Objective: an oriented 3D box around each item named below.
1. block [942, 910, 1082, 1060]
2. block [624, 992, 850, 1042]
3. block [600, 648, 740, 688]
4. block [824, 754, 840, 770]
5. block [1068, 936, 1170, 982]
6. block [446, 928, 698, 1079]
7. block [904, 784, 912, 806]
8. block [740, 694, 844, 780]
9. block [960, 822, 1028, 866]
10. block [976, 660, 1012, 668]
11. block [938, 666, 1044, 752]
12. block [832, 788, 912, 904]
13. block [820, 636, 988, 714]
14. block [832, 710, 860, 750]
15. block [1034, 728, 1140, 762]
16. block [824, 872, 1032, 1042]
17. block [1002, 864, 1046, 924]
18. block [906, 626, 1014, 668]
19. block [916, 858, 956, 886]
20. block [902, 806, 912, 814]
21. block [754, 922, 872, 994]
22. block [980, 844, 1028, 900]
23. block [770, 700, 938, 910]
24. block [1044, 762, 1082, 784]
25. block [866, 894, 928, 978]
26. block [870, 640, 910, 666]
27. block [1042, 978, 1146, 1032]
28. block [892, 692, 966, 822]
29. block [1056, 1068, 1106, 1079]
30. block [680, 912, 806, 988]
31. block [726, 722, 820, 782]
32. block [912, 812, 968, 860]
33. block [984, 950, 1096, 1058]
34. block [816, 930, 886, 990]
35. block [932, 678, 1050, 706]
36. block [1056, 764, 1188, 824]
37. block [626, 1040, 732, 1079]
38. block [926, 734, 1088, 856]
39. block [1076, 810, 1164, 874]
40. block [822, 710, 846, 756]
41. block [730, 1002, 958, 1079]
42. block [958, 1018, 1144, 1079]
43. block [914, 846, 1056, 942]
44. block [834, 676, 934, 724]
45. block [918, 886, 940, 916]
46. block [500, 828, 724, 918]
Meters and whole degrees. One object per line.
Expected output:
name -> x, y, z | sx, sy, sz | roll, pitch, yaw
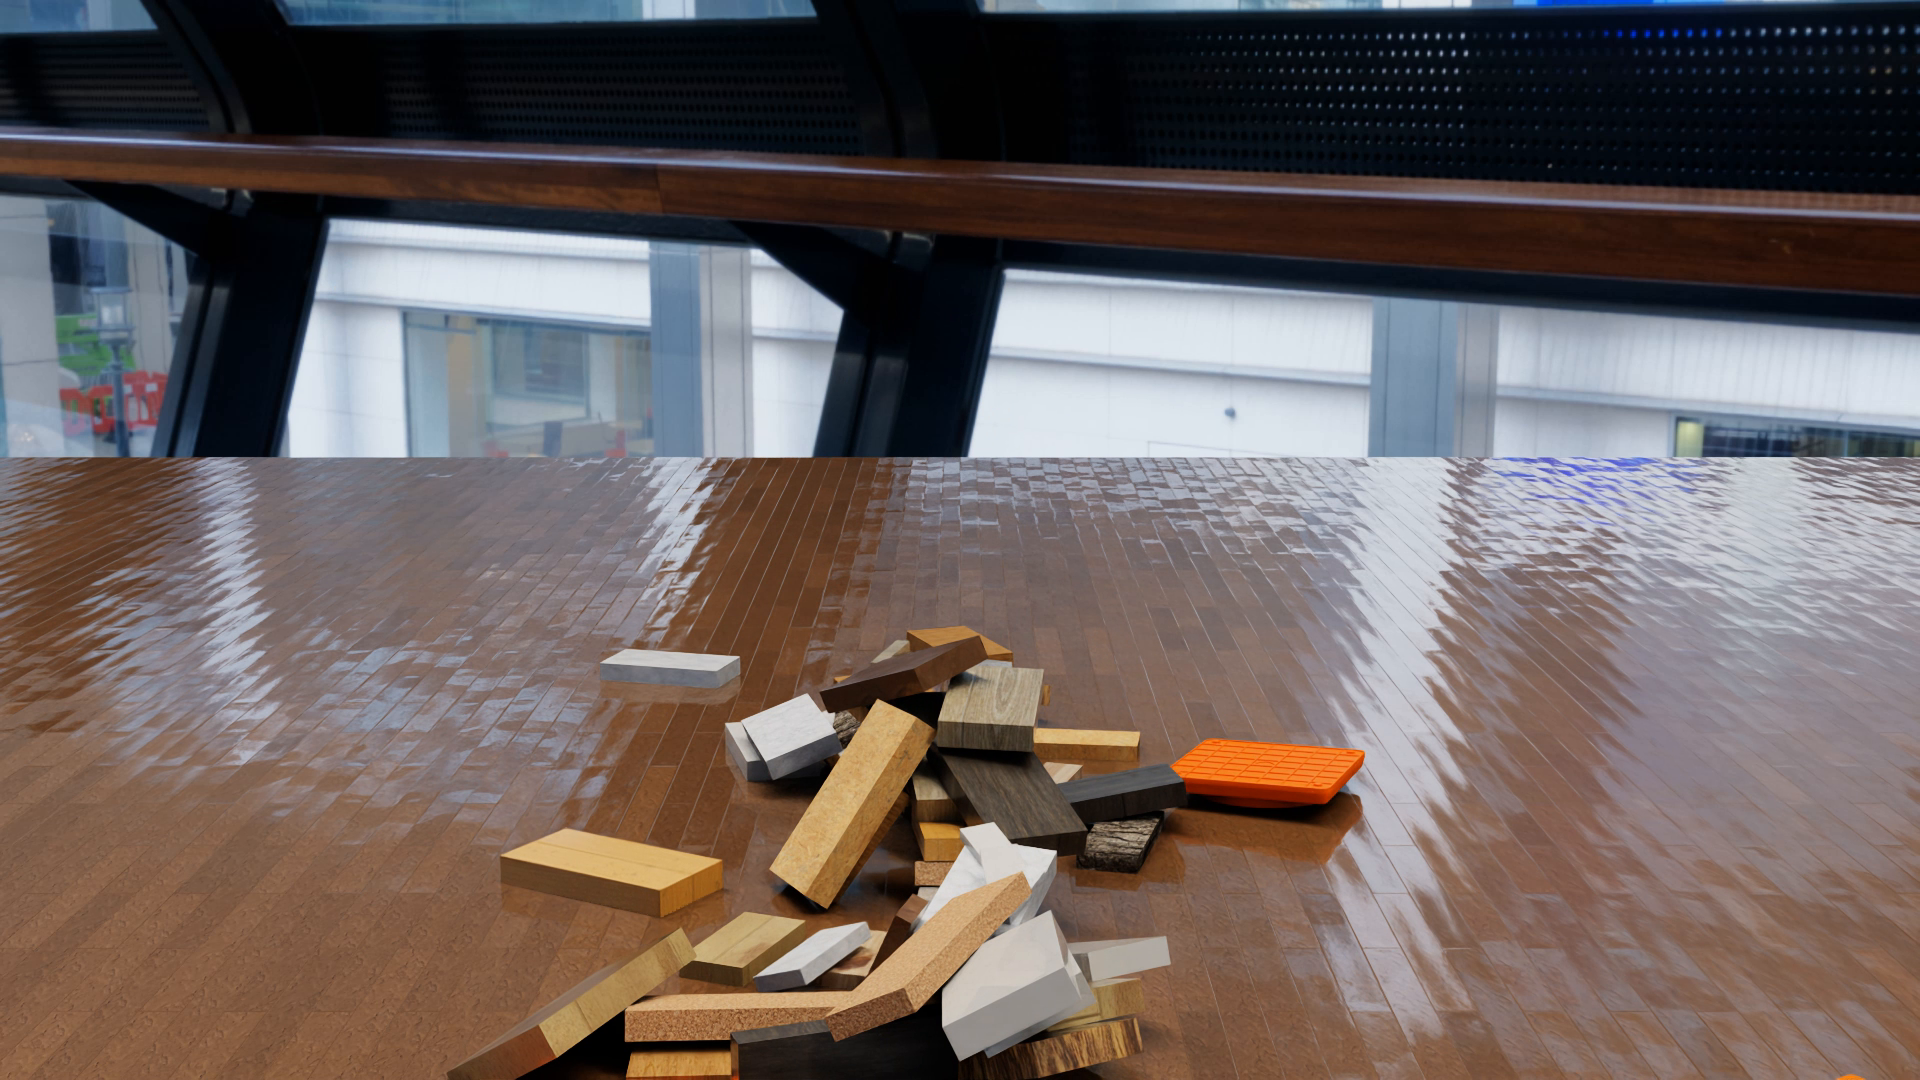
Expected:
block -> 0.060, 0.551, 2.747 | 0.161, 0.046, 0.321 | -27, 2, 1
block -> -0.256, 0.650, 3.007 | 0.386, 0.041, 0.144 | -1, -4, -2
block -> -0.674, 0.299, 5.124 | 0.290, 0.041, 0.145 | 3, 11, 16
block -> -0.258, 0.424, 4.333 | 0.024, 0.085, 0.169 | -37, 18, -8
block -> 0.158, 0.603, 3.144 | 0.139, 0.039, 0.277 | -4, -9, -34
block -> -0.524, 0.646, 3.010 | 0.170, 0.048, 0.376 | -30, -2, 24
block -> -0.054, 0.388, 3.853 | 0.144, 0.041, 0.287 | -5, 16, -13
block -> -0.332, 0.384, 4.317 | 0.145, 0.041, 0.290 | -22, 16, -10
block -> 0.051, 0.470, 3.315 | 0.057, 0.016, 0.141 | -9, 24, -19
block -> 0.005, 0.297, 4.961 | 0.153, 0.043, 0.307 | -3, -1, -13
block -> 0.055, 0.283, 3.739 | 0.157, 0.044, 0.314 | 3, 14, 5
block -> -0.168, 0.494, 3.670 | 0.030, 0.214, 0.107 | 36, -2, -20
block -> -0.102, 0.238, 3.870 | 0.153, 0.043, 0.306 | -25, 4, -37
block -> -0.211, 0.361, 4.388 | 0.085, 0.024, 0.169 | -25, 18, 11
block -> 0.257, 0.419, 4.506 | 0.218, 0.031, 0.109 | 1, 11, 7
block -> -0.033, 0.544, 2.914 | 0.118, 0.034, 0.474 | -25, 0, 21
block -> 0.073, 0.512, 3.192 | 0.057, 0.016, 0.113 | 12, 34, 27
block -> -0.003, 0.266, 5.295 | 0.153, 0.043, 0.307 | -4, 11, -21
block -> -0.006, 0.544, 3.609 | 0.128, 0.036, 0.256 | 0, -7, 0
block -> -0.072, 0.401, 3.960 | 0.144, 0.041, 0.350 | -5, 16, -14
block -> -0.219, 0.625, 3.294 | 0.091, 0.026, 0.182 | -17, 5, 33
block -> 0.064, 0.487, 3.205 | 0.057, 0.016, 0.113 | -7, 30, -4
block -> -0.178, 0.435, 3.660 | 0.048, 0.339, 0.170 | 36, -9, -24
block -> 0.167, 0.475, 4.229 | 0.074, 0.021, 0.260 | 3, 11, 18
block -> -0.103, 0.600, 3.131 | 0.026, 0.182, 0.091 | 27, 16, 9
block -> -0.155, 0.302, 4.920 | 0.031, 0.109, 0.218 | 2, 11, 13
block -> 0.110, 0.638, 3.021 | 0.151, 0.043, 0.301 | -5, -8, -27
block -> -0.017, 0.364, 3.741 | 0.157, 0.044, 0.339 | 0, 27, -9
block -> 0.141, 0.726, 2.622 | 0.161, 0.046, 0.321 | 21, 13, 22
block -> -0.332, 0.628, 3.382 | 0.107, 0.030, 0.214 | 4, 11, 22
block -> -0.382, 0.423, 4.454 | 0.145, 0.041, 0.290 | -3, 11, -14
block -> -0.006, 0.478, 3.613 | 0.128, 0.036, 0.256 | 0, 6, -6
block -> 0.083, 0.584, 2.862 | 0.151, 0.043, 0.301 | -27, 2, -3
block -> -0.144, 0.638, 3.340 | 0.091, 0.026, 0.182 | 3, 11, 17
block -> 0.033, 0.318, 4.664 | 0.153, 0.043, 0.307 | -1, -7, 43
block -> 0.249, 0.474, 4.024 | 0.306, 0.043, 0.153 | -10, 8, -6
block -> -0.295, 0.704, 2.943 | 0.287, 0.041, 0.144 | -1, 11, -3
block -> 0.072, 0.409, 3.563 | 0.157, 0.044, 0.314 | -4, 28, -21
block -> 0.287, 0.531, 3.904 | 0.107, 0.030, 0.270 | 3, 11, 15
block -> -0.161, 0.400, 4.318 | 0.153, 0.043, 0.527 | -32, 18, -9
block -> -0.145, 0.680, 2.788 | 0.287, 0.144, 0.041 | -4, 10, -19
block -> 0.094, 0.662, 2.834 | 0.151, 0.043, 0.301 | -6, -12, -27
block -> 0.040, 0.532, 3.237 | 0.139, 0.039, 0.277 | 7, 23, 16
block -> -0.115, 0.304, 4.009 | 0.144, 0.041, 0.287 | -7, 17, -21
block -> -0.001, 0.563, 3.406 | 0.128, 0.036, 0.256 | 0, -4, 0
block -> -0.588, 0.559, 3.706 | 0.339, 0.048, 0.170 | 6, 12, 30
